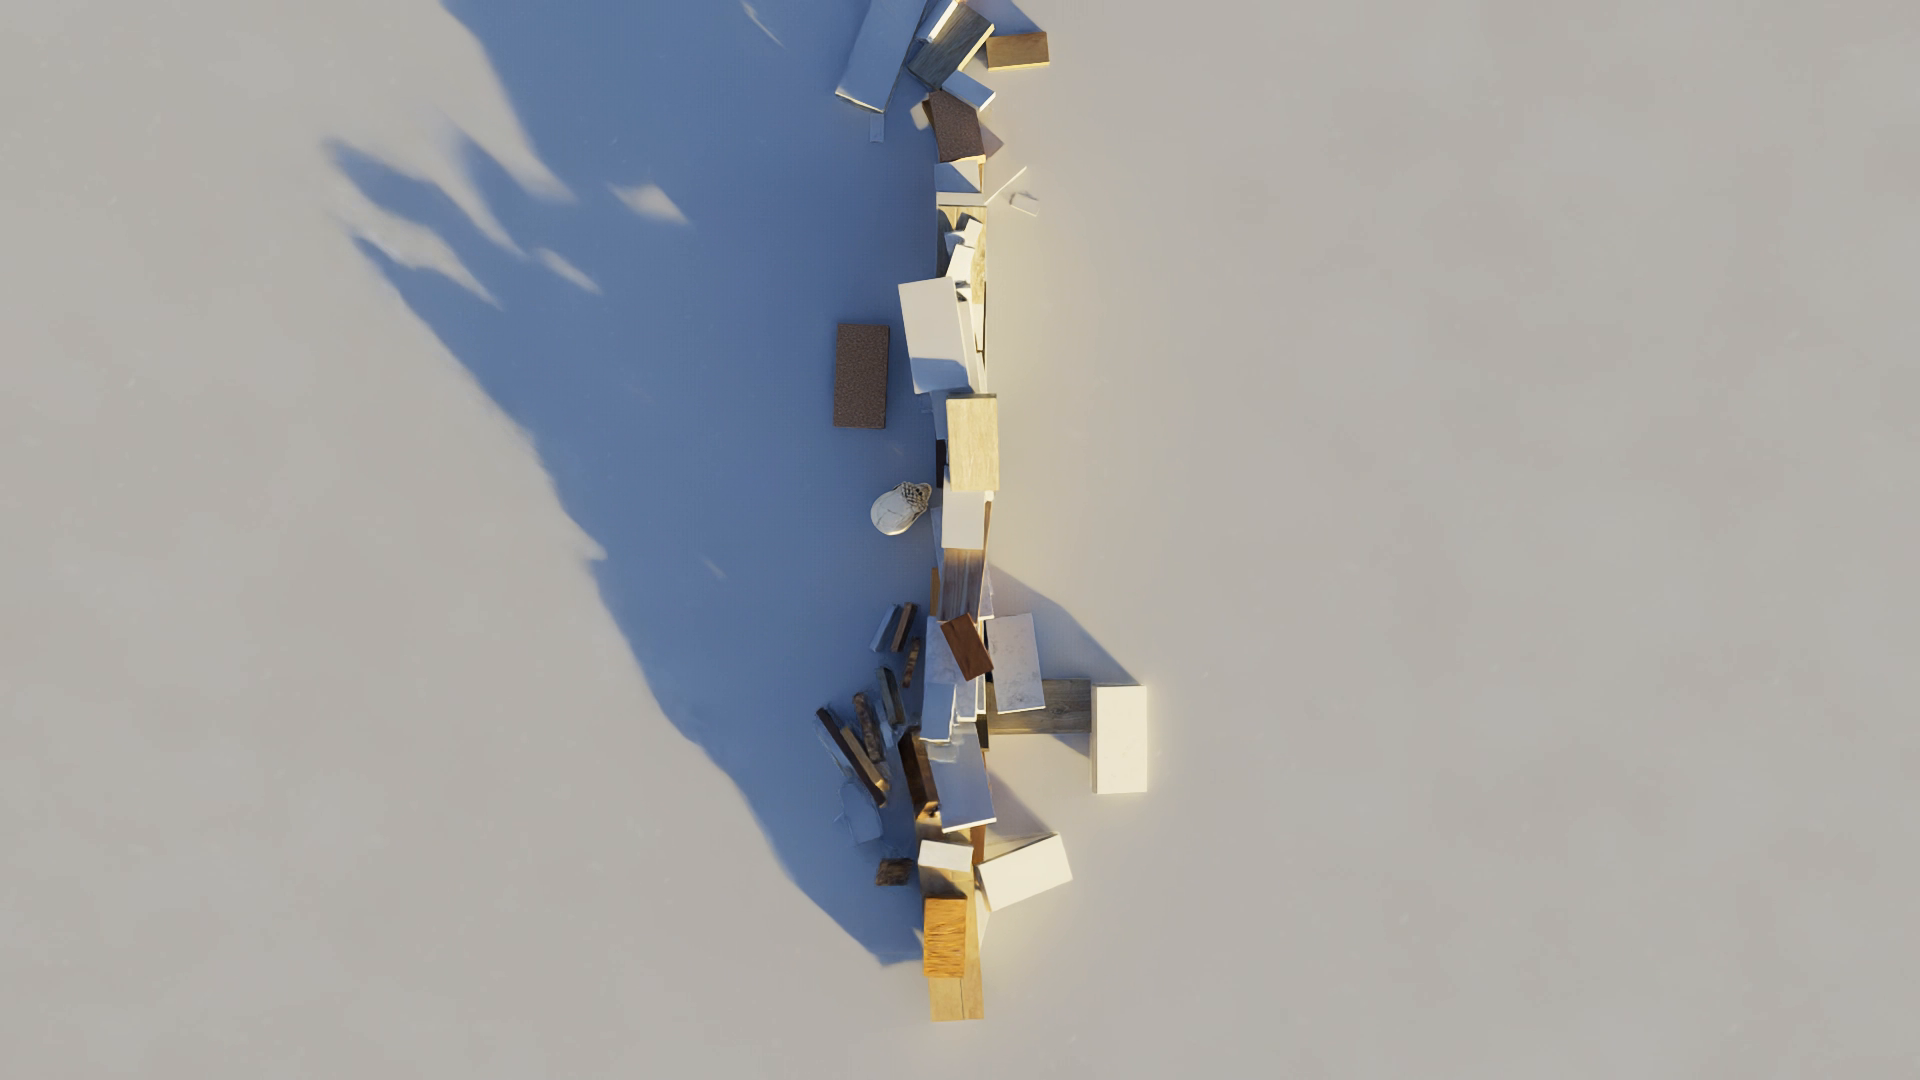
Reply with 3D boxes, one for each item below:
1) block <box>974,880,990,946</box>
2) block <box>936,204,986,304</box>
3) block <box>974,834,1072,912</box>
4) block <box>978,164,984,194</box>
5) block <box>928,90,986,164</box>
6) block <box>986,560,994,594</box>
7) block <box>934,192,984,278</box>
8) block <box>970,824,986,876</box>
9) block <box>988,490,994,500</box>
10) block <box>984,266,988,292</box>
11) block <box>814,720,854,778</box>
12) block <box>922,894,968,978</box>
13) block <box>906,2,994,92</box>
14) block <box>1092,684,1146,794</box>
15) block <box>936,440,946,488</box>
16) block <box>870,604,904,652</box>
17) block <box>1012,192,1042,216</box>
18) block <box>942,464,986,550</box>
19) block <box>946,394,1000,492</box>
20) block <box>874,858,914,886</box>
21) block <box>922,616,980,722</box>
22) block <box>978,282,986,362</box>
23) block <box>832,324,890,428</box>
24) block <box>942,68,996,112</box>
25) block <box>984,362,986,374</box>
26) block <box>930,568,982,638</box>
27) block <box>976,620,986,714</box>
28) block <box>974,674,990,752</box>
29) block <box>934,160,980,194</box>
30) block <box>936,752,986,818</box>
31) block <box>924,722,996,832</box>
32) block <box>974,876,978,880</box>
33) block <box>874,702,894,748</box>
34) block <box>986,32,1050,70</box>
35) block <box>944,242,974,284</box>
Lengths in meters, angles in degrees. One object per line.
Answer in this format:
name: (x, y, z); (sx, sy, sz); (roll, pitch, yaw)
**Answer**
block: (0.010, 1.265, 5.435); (0.148, 0.042, 0.297); (15, 100, -3)
block: (0.003, -0.891, 5.148); (0.151, 0.043, 0.301); (2, 111, 0)
block: (0.208, 1.091, 5.414); (0.310, 0.044, 0.155); (-16, 90, -25)
block: (0.011, -1.116, 5.458); (0.126, 0.036, 0.251); (2, 98, 6)
block: (-0.010, -1.348, 5.388); (0.141, 0.040, 0.282); (-9, 66, -3)
block: (0.034, 0.079, 5.404); (0.111, 0.031, 0.221); (-10, 81, -1)
block: (-0.004, -0.952, 5.261); (0.151, 0.043, 0.301); (2, 94, 0)
block: (0.009, 0.950, 5.437); (0.149, 0.042, 0.297); (4, 89, 0)
block: (0.048, -0.218, 5.346); (0.098, 0.028, 0.196); (-7, 118, 5)
block: (0.011, -0.949, 5.351); (0.148, 0.042, 0.295); (-2, 97, 0)
block: (-0.415, 0.685, 5.414); (0.027, 0.096, 0.192); (-32, 64, -12)
block: (-0.049, 1.284, 5.348); (0.134, 0.038, 0.268); (2, 100, 0)
block: (-0.031, -1.631, 5.466); (0.141, 0.040, 0.282); (39, 90, 12)
block: (0.526, 0.657, 5.451); (0.175, 0.049, 0.349); (0, 90, -17)
block: (0.003, -0.342, 5.433); (0.168, 0.048, 0.336); (-1, 105, 0)
block: (-0.242, 0.292, 5.458); (0.023, 0.082, 0.164); (26, 90, 19)
block: (0.221, -1.118, 5.494); (0.091, 0.013, 0.045); (23, 90, 0)
block: (0.013, -0.106, 5.264); (0.132, 0.037, 0.264); (3, 100, 4)
block: (0.042, -0.303, 5.144); (0.154, 0.044, 0.309); (-1, 116, 2)
block: (-0.216, 1.093, 5.422); (0.024, 0.167, 0.084); (16, 90, 31)
block: (-0.027, 0.413, 5.303); (0.167, 0.047, 0.335); (1, 69, 5)
block: (-0.002, -0.668, 5.336); (0.168, 0.048, 0.336); (1, 97, 0)
block: (-0.328, -0.544, 5.476); (0.169, 0.048, 0.338); (3, 90, 0)
block: (0.028, -1.475, 5.410); (0.159, 0.023, 0.080); (35, 71, 16)
block: (0.003, -0.576, 5.419); (0.168, 0.048, 0.336); (0, 105, 0)
block: (-0.014, 0.257, 5.412); (0.167, 0.047, 0.335); (0, 69, 5)
block: (-0.005, 0.404, 5.407); (0.167, 0.047, 0.335); (-3, 69, 5)
block: (0.001, 0.528, 5.411); (0.171, 0.048, 0.341); (-5, 69, 4)
block: (-0.001, -1.070, 5.295); (0.141, 0.040, 0.282); (-5, 97, 1)
block: (-0.002, 0.738, 5.376); (0.171, 0.048, 0.341); (-5, 52, 0)
block: (-0.005, 0.746, 5.270); (0.171, 0.048, 0.341); (-12, 67, -1)
block: (-0.001, 1.124, 5.479); (0.148, 0.042, 0.297); (1, 90, 0)
block: (-0.249, 0.603, 5.399); (0.026, 0.182, 0.091); (-15, 106, -5)
block: (0.191, -1.626, 5.486); (0.203, 0.029, 0.102); (-6, 90, 0)
block: (0.000, -0.853, 5.087); (0.060, 0.017, 0.120); (15, 122, -9)
